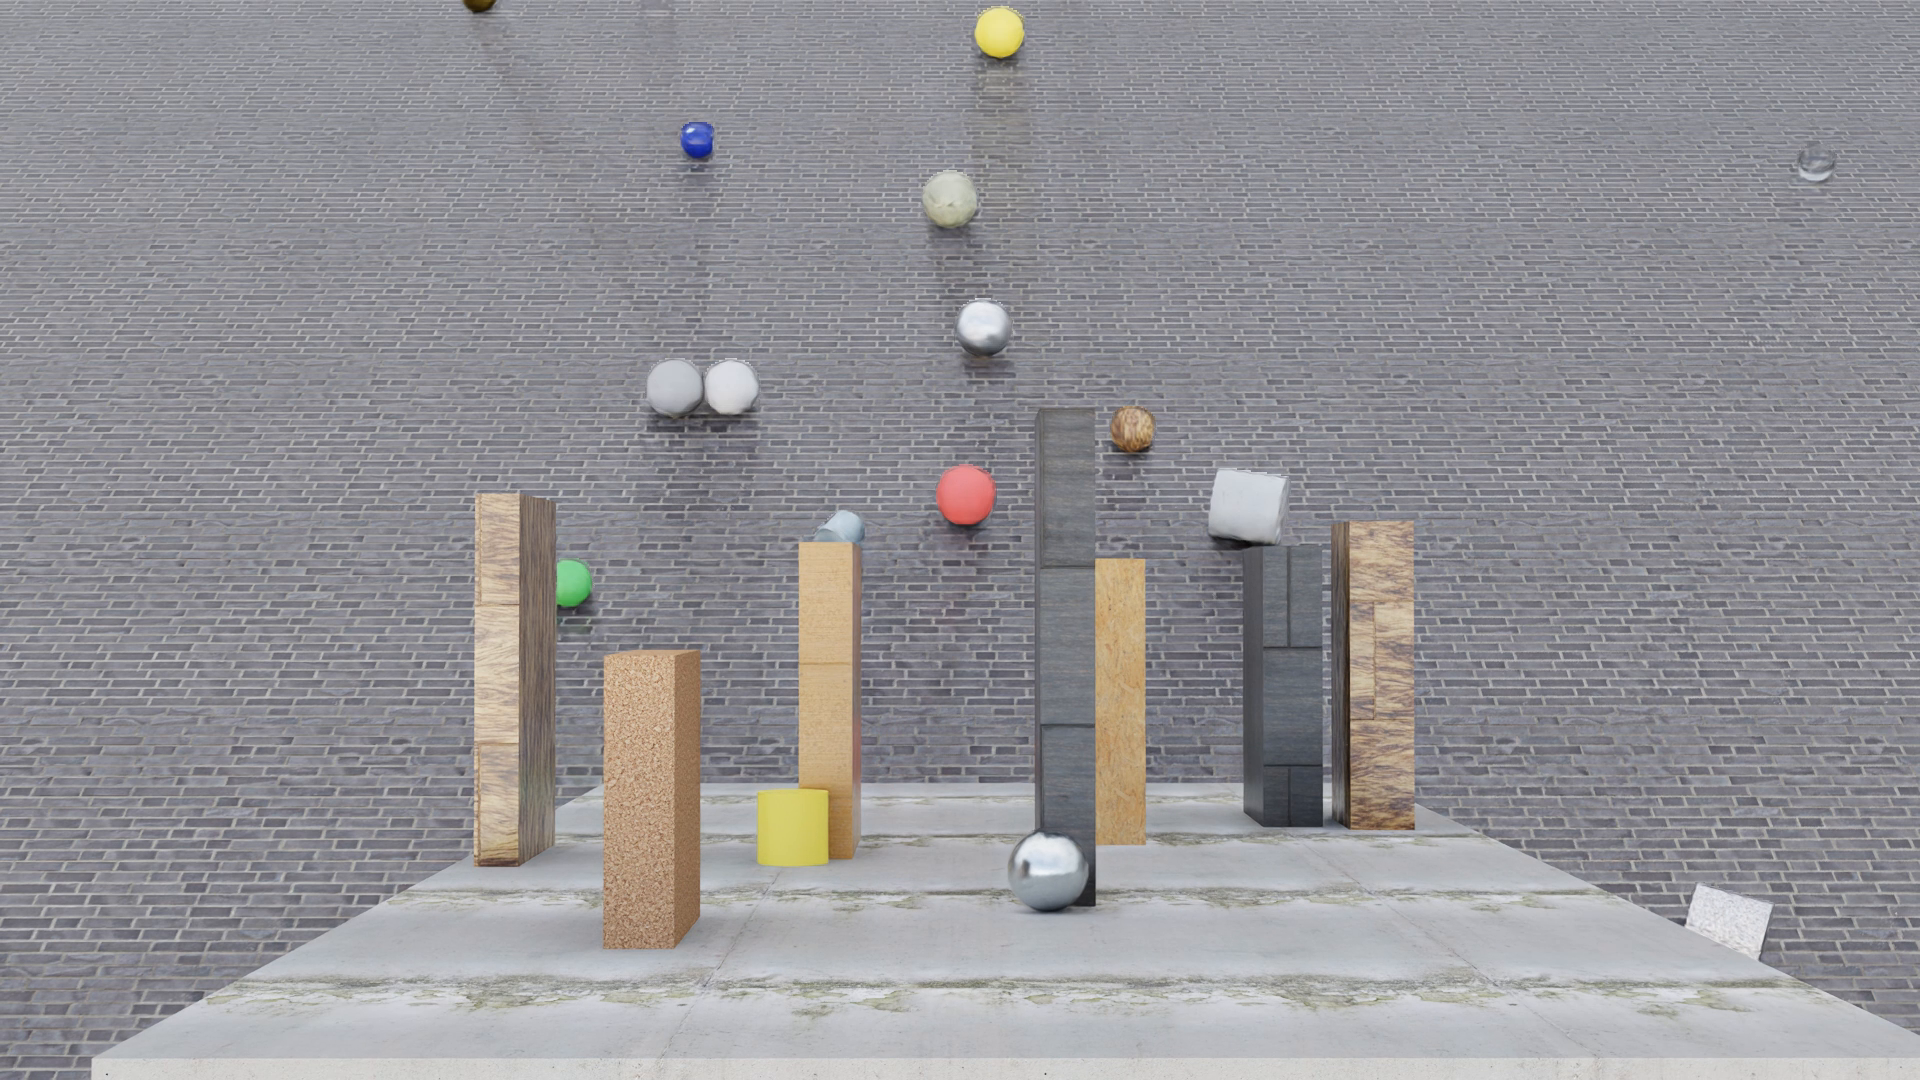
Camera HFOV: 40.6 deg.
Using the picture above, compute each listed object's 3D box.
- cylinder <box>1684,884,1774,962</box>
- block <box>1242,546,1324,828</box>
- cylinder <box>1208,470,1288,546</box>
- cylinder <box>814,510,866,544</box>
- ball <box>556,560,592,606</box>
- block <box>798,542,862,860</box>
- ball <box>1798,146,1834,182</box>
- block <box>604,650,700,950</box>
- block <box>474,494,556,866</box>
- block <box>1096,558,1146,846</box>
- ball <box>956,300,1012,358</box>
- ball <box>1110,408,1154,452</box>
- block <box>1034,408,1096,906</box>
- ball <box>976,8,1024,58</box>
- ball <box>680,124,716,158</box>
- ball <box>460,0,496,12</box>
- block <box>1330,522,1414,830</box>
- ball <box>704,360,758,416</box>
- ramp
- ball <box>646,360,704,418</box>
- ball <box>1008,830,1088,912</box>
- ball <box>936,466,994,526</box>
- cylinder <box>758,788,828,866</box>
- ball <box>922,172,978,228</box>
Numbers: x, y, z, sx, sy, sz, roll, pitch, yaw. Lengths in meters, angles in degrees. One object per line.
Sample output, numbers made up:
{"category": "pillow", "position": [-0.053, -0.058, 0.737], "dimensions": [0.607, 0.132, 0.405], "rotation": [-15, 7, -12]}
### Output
{"category": "cylinder", "position": [1.854, 0.945, 6.277], "dimensions": [0.179, 0.179, 0.179], "rotation": [14, 36, 20]}
{"category": "block", "position": [0.705, 0.314, 5.687], "dimensions": [0.126, 0.596, 0.389], "rotation": [0, -1, 0]}
{"category": "cylinder", "position": [0.872, -0.099, 7.837], "dimensions": [0.204, 0.204, 0.204], "rotation": [9, 34, 13]}
{"category": "cylinder", "position": [-0.362, -0.011, 7.794], "dimensions": [0.114, 0.114, 0.114], "rotation": [17, 37, 24]}
{"category": "ball", "position": [-1.142, 0.126, 7.563], "dimensions": [0.138, 0.138, 0.138], "rotation": [0, 33, 0]}
{"category": "block", "position": [-0.251, 0.304, 5.055], "dimensions": [0.100, 0.591, 0.432], "rotation": [0, -1, 0]}
{"category": "ball", "position": [3.287, -1.445, 9.961], "dimensions": [0.137, 0.137, 0.137], "rotation": [0, 33, 0]}
{"category": "block", "position": [-0.448, 0.369, 3.800], "dimensions": [0.099, 0.409, 0.365], "rotation": [0, -1, 0]}
{"category": "block", "position": [-0.841, 0.258, 4.920], "dimensions": [0.080, 0.677, 0.429], "rotation": [0, -1, 0]}
{"category": "block", "position": [0.304, 0.321, 5.261], "dimensions": [0.121, 0.563, 0.312], "rotation": [0, -1, 0]}
{"category": "ball", "position": [0.079, -0.716, 8.800], "dimensions": [0.190, 0.190, 0.190], "rotation": [0, 33, 0]}
{"category": "ball", "position": [0.550, -0.351, 8.286], "dimensions": [0.143, 0.143, 0.143], "rotation": [0, 33, 0]}
{"category": "block", "position": [0.171, 0.188, 4.253], "dimensions": [0.088, 0.790, 0.285], "rotation": [0, -1, 0]}
{"category": "ball", "position": [0.167, -2.142, 10.961], "dimensions": [0.206, 0.206, 0.206], "rotation": [0, 33, 0]}
{"category": "ball", "position": [-1.024, -1.560, 10.138], "dimensions": [0.134, 0.134, 0.134], "rotation": [0, 33, 0]}
{"category": "ball", "position": [-2.116, -2.404, 11.393], "dimensions": [0.169, 0.169, 0.169], "rotation": [0, 33, 0]}
{"category": "block", "position": [0.883, 0.286, 5.564], "dimensions": [0.134, 0.646, 0.274], "rotation": [0, -1, 0]}
{"category": "ball", "position": [-0.748, -0.495, 8.474], "dimensions": [0.178, 0.178, 0.178], "rotation": [0, 33, 0]}
{"category": "ramp", "position": [0.074, 0.643, 4.764], "dimensions": [2.000, 0.100, 4.000], "rotation": [0, -1, 0]}
{"category": "ball", "position": [-0.931, -0.493, 8.462], "dimensions": [0.188, 0.188, 0.188], "rotation": [0, 33, 0]}
{"category": "ball", "position": [0.137, 0.515, 4.040], "dimensions": [0.126, 0.126, 0.126], "rotation": [0, 33, 0]}
{"category": "ball", "position": [0.017, -0.134, 7.922], "dimensions": [0.179, 0.179, 0.179], "rotation": [0, 33, 0]}
{"category": "cylinder", "position": [-0.307, 0.528, 4.770], "dimensions": [0.130, 0.130, 0.130], "rotation": [0, -1, 0]}
{"category": "ball", "position": [-0.037, -1.258, 9.615], "dimensions": [0.203, 0.203, 0.203], "rotation": [0, 33, 0]}
